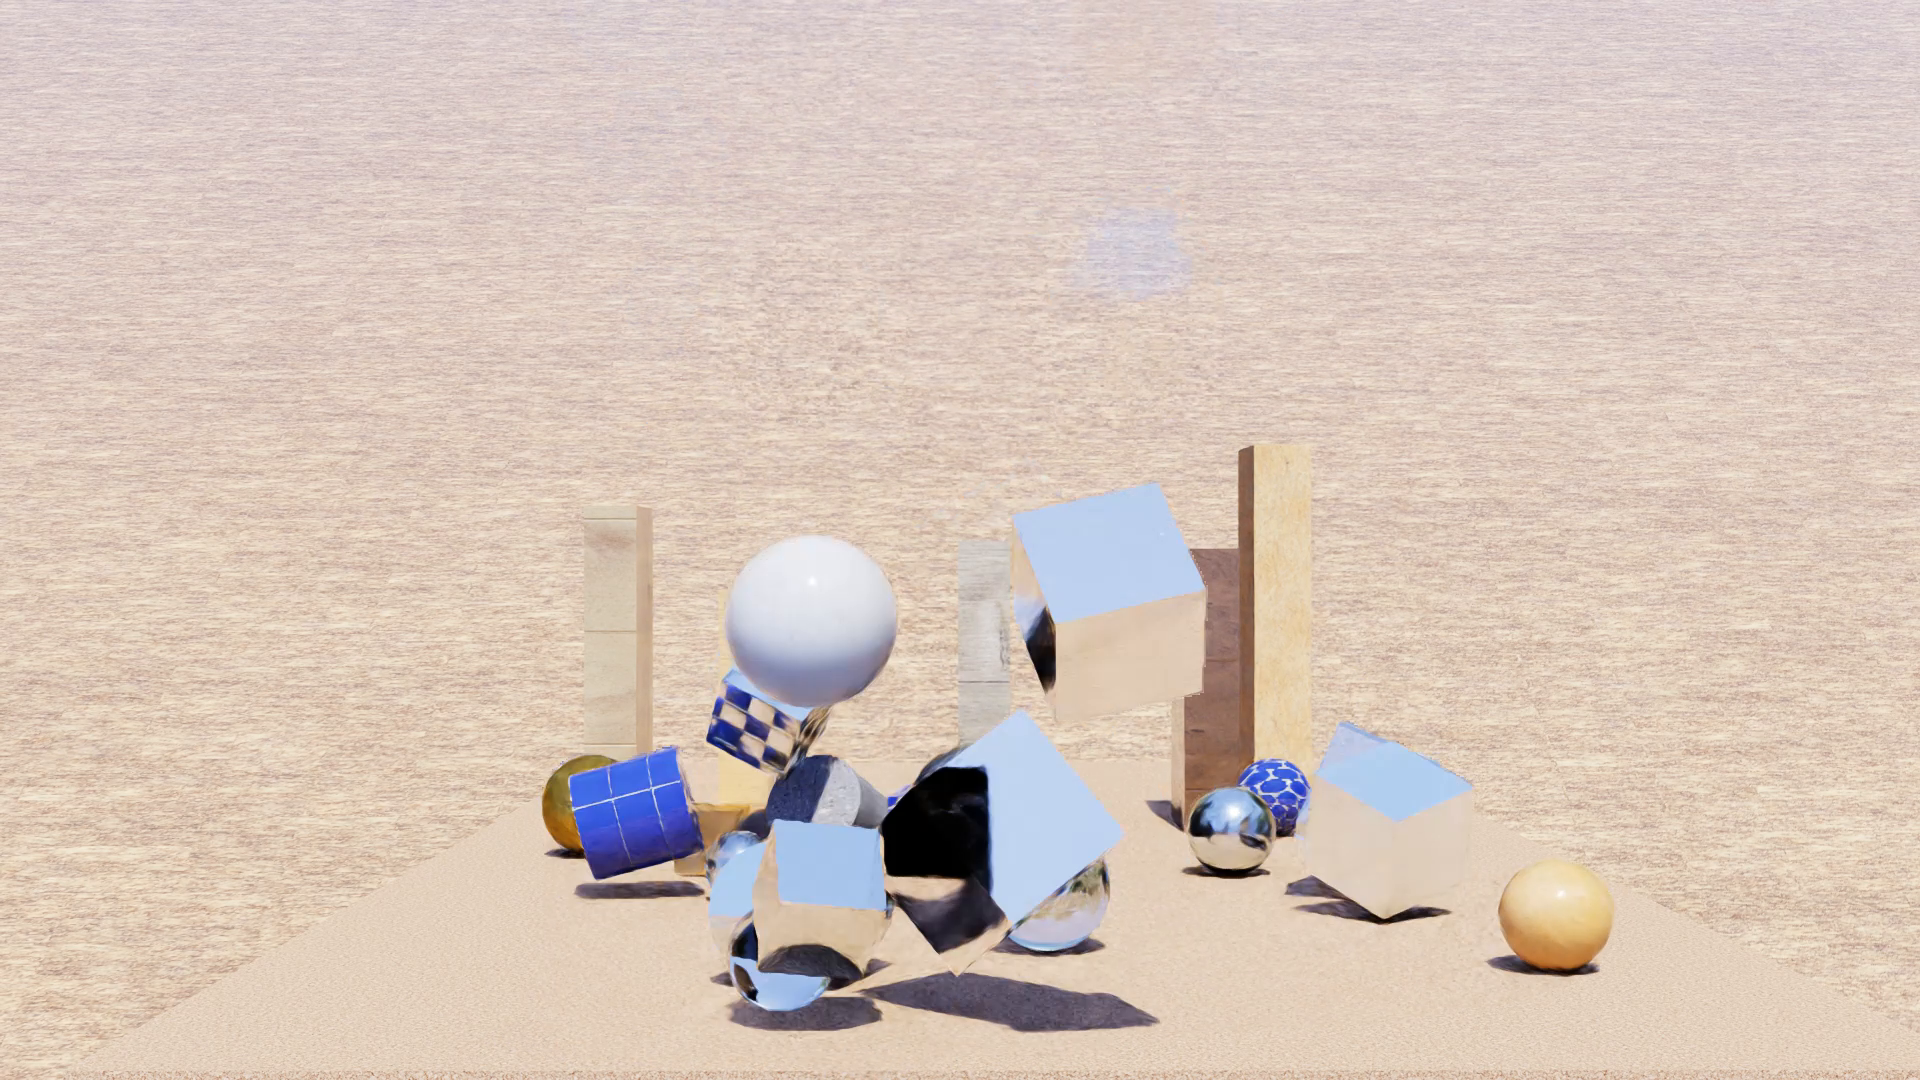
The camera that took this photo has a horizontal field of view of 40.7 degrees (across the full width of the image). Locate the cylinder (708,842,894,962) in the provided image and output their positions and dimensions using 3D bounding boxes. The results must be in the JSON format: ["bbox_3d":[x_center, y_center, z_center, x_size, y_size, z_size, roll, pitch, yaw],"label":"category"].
[{"bbox_3d":[-0.198,0.461,3.259,0.182,0.182,0.182,10,3,17],"label":"cylinder"}]

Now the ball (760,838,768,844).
[{"bbox_3d":[-0.210,0.469,3.447,0.171,0.171,0.171,0,31,0],"label":"ball"}]

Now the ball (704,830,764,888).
[{"bbox_3d":[-0.338,0.503,3.991,0.109,0.109,0.109,0,31,0],"label":"ball"}]

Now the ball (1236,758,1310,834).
[{"bbox_3d":[0.595,0.487,4.924,0.146,0.146,0.146,0,31,0],"label":"ball"}]

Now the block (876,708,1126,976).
[{"bbox_3d":[0.034,0.351,3.000,0.187,0.187,0.187,-34,79,-33],"label":"block"}]

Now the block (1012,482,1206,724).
[{"bbox_3d":[0.153,0.066,2.688,0.158,0.158,0.158,-13,47,-9],"label":"block"}]

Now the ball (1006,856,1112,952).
[{"bbox_3d":[0.117,0.468,3.495,0.173,0.173,0.173,0,31,0],"label":"ball"}]

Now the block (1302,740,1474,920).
[{"bbox_3d":[0.628,0.424,3.803,0.165,0.165,0.165,-17,32,-35],"label":"block"}]

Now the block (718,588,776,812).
[{"bbox_3d":[-0.371,0.324,4.624,0.083,0.475,0.407,0,0,0],"label":"block"}]

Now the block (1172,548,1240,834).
[{"bbox_3d":[0.484,0.290,5.118,0.107,0.547,0.294,0,0,0],"label":"block"}]

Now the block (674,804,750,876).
[{"bbox_3d":[-0.416,0.505,4.365,0.109,0.109,0.109,1,0,4],"label":"block"}]

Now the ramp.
[{"bbox_3d":[0.069,0.611,4.683,2.000,0.100,4.000,0,0,0],"label":"ramp"}]

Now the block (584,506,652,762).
[{"bbox_3d":[-0.777,0.247,5.907,0.116,0.643,0.312,0,0,0],"label":"block"}]

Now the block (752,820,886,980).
[{"bbox_3d":[-0.162,0.410,2.947,0.122,0.122,0.122,7,40,-14],"label":"block"}]

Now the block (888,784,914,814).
[{"bbox_3d":[-0.020,0.476,4.075,0.162,0.162,0.162,0,1,7],"label":"block"}]

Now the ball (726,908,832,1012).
[{"bbox_3d":[-0.209,0.488,3.036,0.129,0.129,0.129,0,31,0],"label":"ball"}]

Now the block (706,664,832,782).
[{"bbox_3d":[-0.288,0.257,4.029,0.142,0.142,0.142,27,41,10],"label":"block"}]

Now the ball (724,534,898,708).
[{"bbox_3d":[-0.154,0.084,2.690,0.180,0.180,0.180,0,31,0],"label":"ball"}]

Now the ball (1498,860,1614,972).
[{"bbox_3d":[0.764,0.482,3.322,0.143,0.143,0.143,0,31,0],"label":"ball"}]

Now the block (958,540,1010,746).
[{"bbox_3d":[0.041,0.281,4.543,0.089,0.559,0.371,0,0,0],"label":"block"}]

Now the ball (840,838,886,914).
[{"bbox_3d":[-0.165,0.498,3.820,0.117,0.117,0.117,0,31,0],"label":"ball"}]

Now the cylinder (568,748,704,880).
[{"bbox_3d":[-0.505,0.428,4.043,0.170,0.170,0.170,-15,32,-3],"label":"cylinder"}]

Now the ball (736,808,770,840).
[{"bbox_3d":[-0.312,0.499,4.249,0.120,0.120,0.120,0,31,0],"label":"ball"}]

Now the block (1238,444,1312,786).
[{"bbox_3d":[0.708,0.180,5.840,0.125,0.776,0.327,0,0,0],"label":"block"}]

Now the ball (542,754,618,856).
[{"bbox_3d":[-0.653,0.471,4.600,0.180,0.180,0.180,0,31,0],"label":"ball"}]

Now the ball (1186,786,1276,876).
[{"bbox_3d":[0.453,0.485,4.320,0.149,0.149,0.149,0,31,0],"label":"ball"}]

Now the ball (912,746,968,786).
[{"bbox_3d":[0.017,0.440,4.255,0.205,0.205,0.205,0,31,0],"label":"ball"}]

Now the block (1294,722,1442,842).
[{"bbox_3d":[0.637,0.410,4.056,0.169,0.169,0.169,23,78,12],"label":"block"}]

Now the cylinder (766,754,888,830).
[{"bbox_3d":[-0.202,0.450,4.153,0.163,0.163,0.163,-10,61,19],"label":"cylinder"}]
